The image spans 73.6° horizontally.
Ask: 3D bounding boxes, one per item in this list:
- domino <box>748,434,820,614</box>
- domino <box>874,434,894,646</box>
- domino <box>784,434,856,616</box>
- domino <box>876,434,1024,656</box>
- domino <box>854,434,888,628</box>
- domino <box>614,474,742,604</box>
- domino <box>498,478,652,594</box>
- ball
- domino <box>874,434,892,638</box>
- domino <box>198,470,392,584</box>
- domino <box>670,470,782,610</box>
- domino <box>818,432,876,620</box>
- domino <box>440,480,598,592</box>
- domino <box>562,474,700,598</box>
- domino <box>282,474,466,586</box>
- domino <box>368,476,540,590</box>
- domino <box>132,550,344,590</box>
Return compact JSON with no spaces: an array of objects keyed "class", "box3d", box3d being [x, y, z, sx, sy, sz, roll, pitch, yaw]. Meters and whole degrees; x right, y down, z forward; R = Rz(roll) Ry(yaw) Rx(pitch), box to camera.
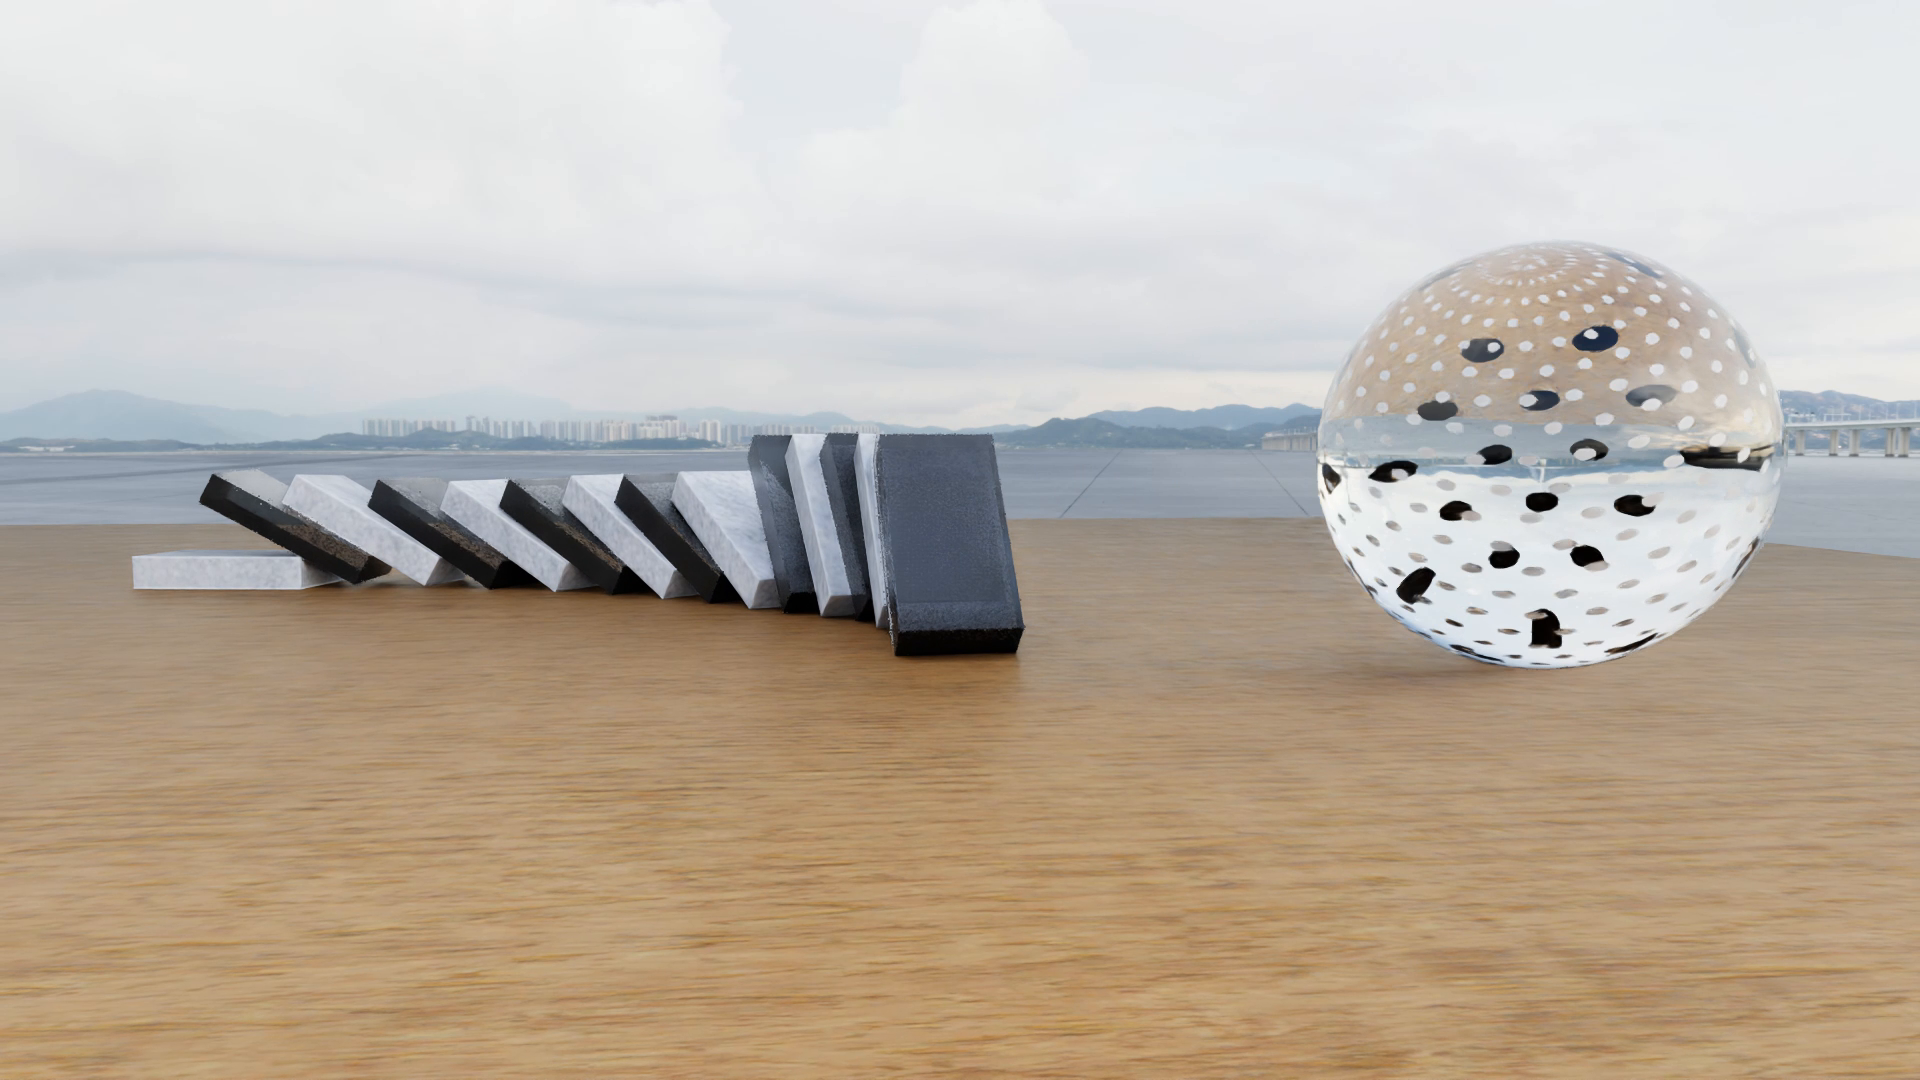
[{"class":"domino","box3d":[-0.038,-0.005,0.337,0.025,0.050,0.009,-2,-34,-25]},{"class":"domino","box3d":[-0.004,-0.001,0.283,0.025,0.050,0.009,-1,-35,-10]},{"class":"domino","box3d":[-0.027,-0.005,0.329,0.025,0.050,0.010,-1,-35,-24]},{"class":"domino","box3d":[-0.003,0.000,0.271,0.025,0.050,0.009,-1,-35,-10]},{"class":"domino","box3d":[-0.010,-0.003,0.308,0.025,0.050,0.010,0,-35,-15]},{"class":"domino","box3d":[-0.073,-0.002,0.362,0.025,0.010,0.050,-5,37,-49]},{"class":"domino","box3d":[-0.110,-0.002,0.381,0.050,0.010,0.025,33,18,22]},{"class":"ball","box3d":[0.108,-0.016,0.242,0.080,0.080,0.080,0,4,0]},{"class":"domino","box3d":[-0.005,-0.002,0.295,0.025,0.050,0.010,-1,-35,-10]},{"class":"domino","box3d":[-0.198,-0.004,0.387,0.050,0.010,0.025,29,5,-4]},{"class":"domino","box3d":[-0.056,-0.001,0.351,0.025,0.010,0.050,-3,38,-40]},{"class":"domino","box3d":[-0.018,-0.004,0.320,0.025,0.050,0.009,-1,-35,-24]},{"class":"domino","box3d":[-0.129,-0.002,0.388,0.050,0.009,0.025,31,16,20]},{"class":"domino","box3d":[-0.090,-0.002,0.372,0.050,0.009,0.025,38,24,28]},{"class":"domino","box3d":[-0.176,-0.004,0.392,0.050,0.010,0.025,30,5,3]},{"class":"domino","box3d":[-0.152,-0.003,0.392,0.050,0.010,0.025,31,13,15]},{"class":"domino","box3d":[-0.218,0.009,0.389,0.050,0.010,0.025,0,4,2]}]
